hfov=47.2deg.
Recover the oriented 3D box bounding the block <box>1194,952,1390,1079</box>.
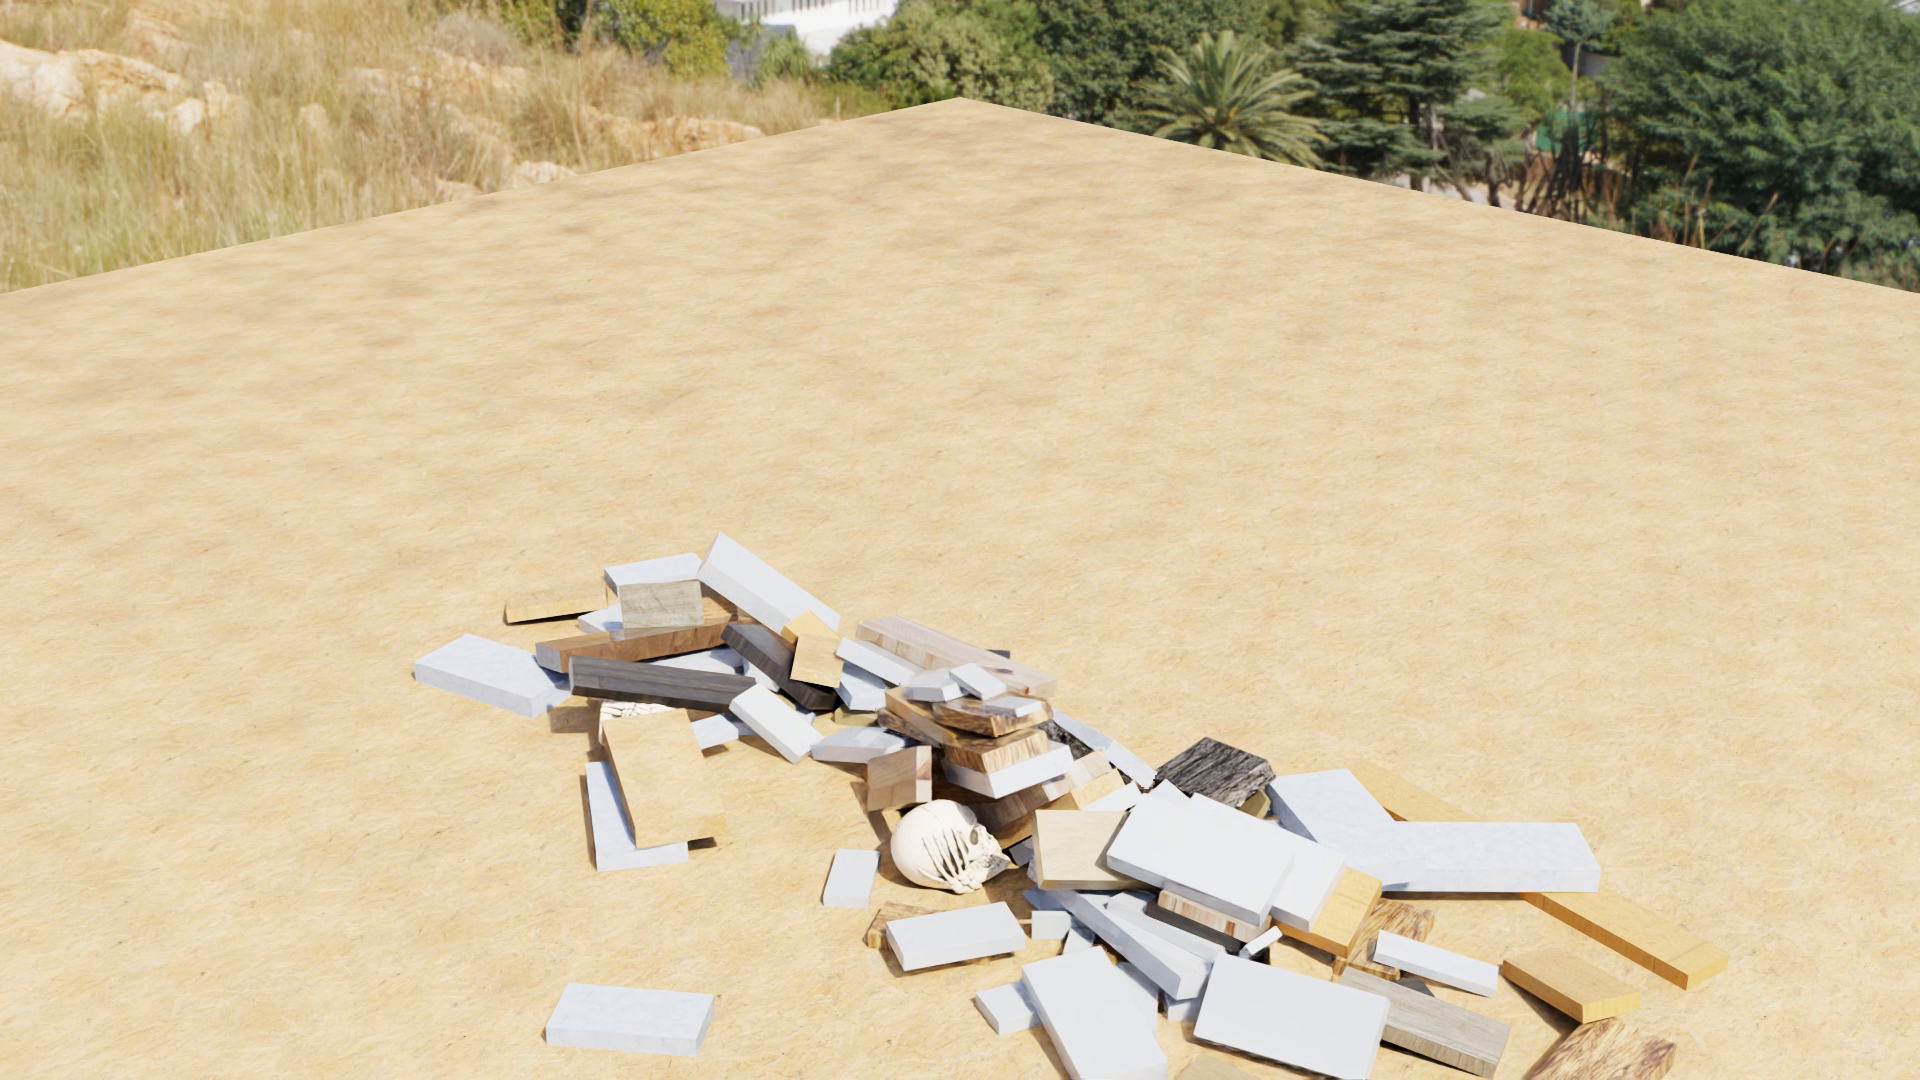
[{"bbox_3d":[0.556,0.805,3.693,0.296,0.042,0.148,11,70,25],"label":"block"}]

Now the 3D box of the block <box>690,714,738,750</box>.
[{"bbox_3d":[-0.571,0.417,4.623,0.192,0.023,0.080,-14,27,-30],"label":"block"}]

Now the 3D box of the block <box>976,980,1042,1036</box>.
[{"bbox_3d":[0.136,0.803,3.832,0.194,0.028,0.097,-10,25,-22],"label":"block"}]

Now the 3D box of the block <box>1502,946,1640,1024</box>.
[{"bbox_3d":[1.064,0.773,3.834,0.117,0.033,0.233,-9,12,-19],"label":"block"}]

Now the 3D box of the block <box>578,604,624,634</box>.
[{"bbox_3d":[-0.705,0.252,5.124,0.118,0.034,0.478,-20,30,-39],"label":"block"}]

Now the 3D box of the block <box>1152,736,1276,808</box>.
[{"bbox_3d":[0.501,0.472,4.395,0.149,0.042,0.298,-31,12,-13],"label":"block"}]

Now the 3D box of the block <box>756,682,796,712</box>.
[{"bbox_3d":[-0.430,0.353,4.822,0.080,0.023,0.159,-12,26,-27],"label":"block"}]

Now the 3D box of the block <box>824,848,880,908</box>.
[{"bbox_3d":[-0.205,0.647,4.206,0.085,0.024,0.169,2,23,6],"label":"block"}]

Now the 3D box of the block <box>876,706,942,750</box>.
[{"bbox_3d":[-0.058,0.374,4.555,0.120,0.034,0.240,-16,17,-31],"label":"block"}]

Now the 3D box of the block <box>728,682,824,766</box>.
[{"bbox_3d":[-0.390,0.391,4.694,0.194,0.027,0.097,39,36,15],"label":"block"}]

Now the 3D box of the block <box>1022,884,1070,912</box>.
[{"bbox_3d":[0.177,0.681,4.107,0.065,0.018,0.131,-30,32,-16],"label":"block"}]

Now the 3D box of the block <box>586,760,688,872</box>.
[{"bbox_3d":[-0.652,0.544,4.415,0.175,0.050,0.351,-5,23,-11],"label":"block"}]

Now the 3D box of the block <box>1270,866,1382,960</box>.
[{"bbox_3d":[0.584,0.623,3.937,0.302,0.043,0.151,19,54,25],"label":"block"}]

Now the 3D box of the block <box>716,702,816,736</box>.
[{"bbox_3d":[-0.425,0.389,4.805,0.212,0.030,0.106,1,23,3],"label":"block"}]

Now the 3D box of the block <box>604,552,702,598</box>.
[{"bbox_3d":[-0.761,0.087,5.513,0.237,0.034,0.118,-10,25,-23],"label":"block"}]

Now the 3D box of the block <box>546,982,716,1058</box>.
[{"bbox_3d":[-0.564,0.823,3.774,0.261,0.037,0.131,3,23,7],"label":"block"}]

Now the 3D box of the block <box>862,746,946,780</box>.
[{"bbox_3d":[-0.077,0.452,4.531,0.240,0.034,0.120,-10,9,44],"label":"block"}]

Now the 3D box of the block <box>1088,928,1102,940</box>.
[{"bbox_3d":[0.252,0.697,4.095,0.065,0.018,0.130,-12,26,-27],"label":"block"}]

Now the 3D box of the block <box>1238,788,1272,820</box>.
[{"bbox_3d":[0.566,0.543,4.309,0.016,0.116,0.058,23,17,-26],"label":"block"}]

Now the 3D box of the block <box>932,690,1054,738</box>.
[{"bbox_3d":[0.062,0.333,4.282,0.131,0.037,0.261,-16,9,-24],"label":"block"}]

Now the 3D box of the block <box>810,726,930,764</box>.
[{"bbox_3d":[-0.189,0.429,4.611,0.240,0.034,0.120,-3,14,46],"label":"block"}]

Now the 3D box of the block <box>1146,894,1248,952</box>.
[{"bbox_3d":[0.429,0.671,3.891,0.179,0.025,0.090,19,17,24],"label":"block"}]

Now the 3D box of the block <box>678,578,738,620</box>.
[{"bbox_3d":[-0.655,0.144,5.233,0.175,0.050,0.351,-8,8,-17],"label":"block"}]

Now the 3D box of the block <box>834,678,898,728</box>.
[{"bbox_3d":[-0.186,0.357,4.881,0.106,0.030,0.211,8,24,19],"label":"block"}]

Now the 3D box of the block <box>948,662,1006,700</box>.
[{"bbox_3d":[0.034,0.280,4.357,0.057,0.016,0.113,-18,31,-31],"label":"block"}]

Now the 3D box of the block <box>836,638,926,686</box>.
[{"bbox_3d":[-0.115,0.298,4.847,0.292,0.041,0.146,25,3,23],"label":"block"}]

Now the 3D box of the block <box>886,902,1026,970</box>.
[{"bbox_3d":[-0.008,0.712,3.959,0.226,0.032,0.113,-7,24,-16],"label":"block"}]

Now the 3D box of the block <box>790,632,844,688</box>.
[{"bbox_3d":[-0.312,0.264,4.867,0.107,0.030,0.213,12,18,-4],"label":"block"}]

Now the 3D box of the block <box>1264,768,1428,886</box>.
[{"bbox_3d":[0.727,0.546,4.179,0.174,0.049,0.348,-5,23,-15],"label":"block"}]

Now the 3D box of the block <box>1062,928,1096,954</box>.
[{"bbox_3d":[0.216,0.735,3.977,0.048,0.014,0.095,5,23,11],"label":"block"}]

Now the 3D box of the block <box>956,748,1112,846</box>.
[{"bbox_3d":[0.140,0.499,4.259,0.163,0.046,0.326,-22,-9,-36],"label":"block"}]

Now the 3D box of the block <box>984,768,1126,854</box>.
[{"bbox_3d":[0.180,0.525,4.246,0.138,0.039,0.276,-20,-11,-45],"label":"block"}]

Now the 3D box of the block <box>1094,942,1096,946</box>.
[{"bbox_3d":[0.230,0.752,3.972,0.048,0.014,0.095,-5,24,-13],"label":"block"}]

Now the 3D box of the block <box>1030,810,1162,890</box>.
[{"bbox_3d":[0.274,0.564,3.999,0.276,0.039,0.138,3,56,-13],"label":"block"}]

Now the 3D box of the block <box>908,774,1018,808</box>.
[{"bbox_3d":[0.017,0.481,4.397,0.163,0.046,0.326,-21,6,-39],"label":"block"}]

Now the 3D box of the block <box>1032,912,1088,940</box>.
[{"bbox_3d":[0.184,0.706,4.029,0.104,0.052,0.015,0,23,0],"label":"block"}]

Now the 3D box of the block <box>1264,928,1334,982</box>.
[{"bbox_3d":[0.593,0.773,3.852,0.117,0.033,0.234,19,24,-1],"label":"block"}]

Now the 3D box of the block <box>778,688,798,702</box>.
[{"bbox_3d":[-0.398,0.322,4.963,0.106,0.030,0.211,5,24,13],"label":"block"}]

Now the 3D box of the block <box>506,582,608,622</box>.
[{"bbox_3d":[-0.974,0.149,5.322,0.237,0.034,0.118,-8,17,-7],"label":"block"}]

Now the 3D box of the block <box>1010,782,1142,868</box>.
[{"bbox_3d":[0.220,0.544,4.197,0.138,0.039,0.276,-22,-11,-36],"label":"block"}]

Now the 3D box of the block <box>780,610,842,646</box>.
[{"bbox_3d":[-0.305,0.249,5.014,0.198,0.028,0.099,41,36,12],"label":"block"}]

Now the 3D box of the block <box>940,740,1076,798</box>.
[{"bbox_3d":[0.088,0.427,4.198,0.163,0.046,0.326,-19,5,-16],"label":"block"}]
